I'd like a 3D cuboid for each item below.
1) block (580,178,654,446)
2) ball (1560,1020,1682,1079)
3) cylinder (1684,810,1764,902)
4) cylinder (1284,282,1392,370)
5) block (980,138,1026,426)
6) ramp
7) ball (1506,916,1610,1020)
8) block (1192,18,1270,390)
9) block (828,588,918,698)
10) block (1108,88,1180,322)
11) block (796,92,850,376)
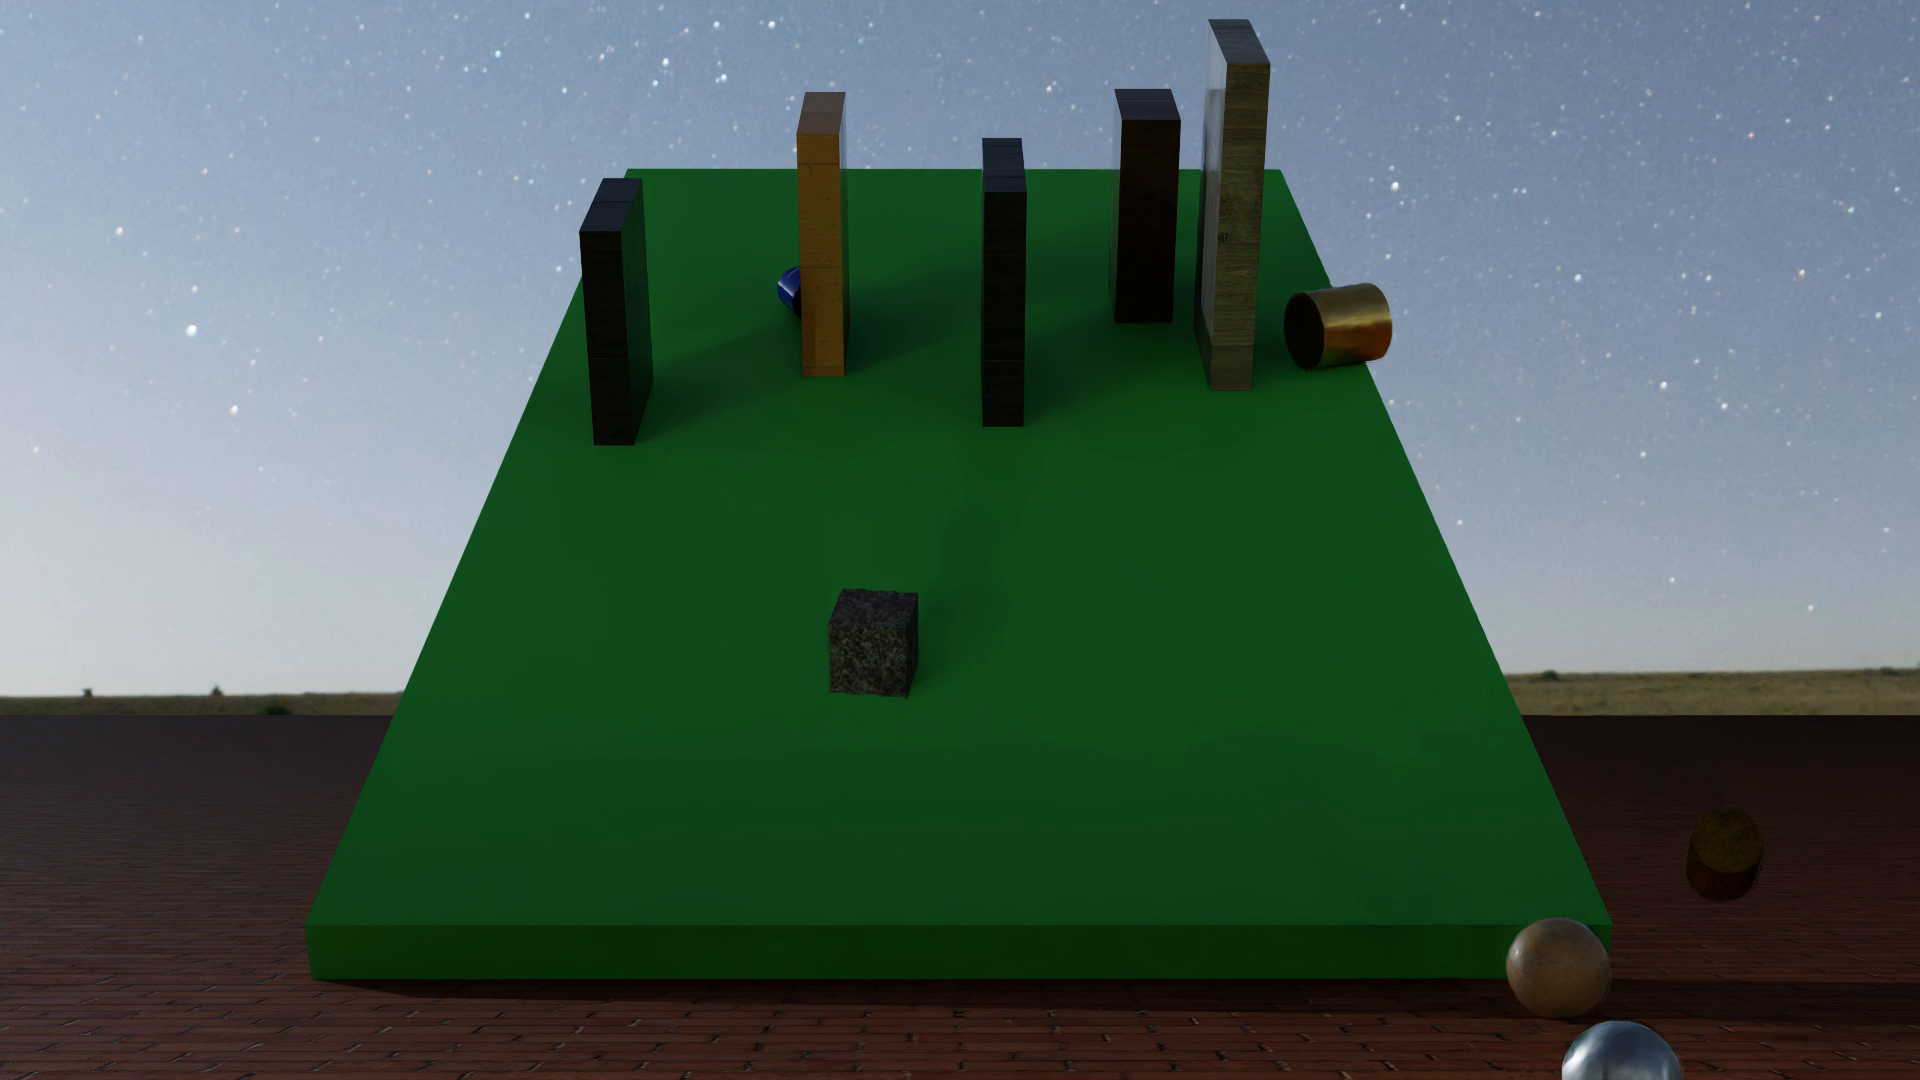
[{"bbox_3d":[-0.775,-0.521,5.326,0.089,0.500,0.389,0,26,0],"label":"block"},{"bbox_3d":[0.643,0.524,2.282,0.114,0.114,0.114,0,-4,0],"label":"ball"},{"bbox_3d":[1.204,0.497,3.702,0.109,0.109,0.109,-1,-32,11],"label":"cylinder"},{"bbox_3d":[0.914,-0.518,5.689,0.189,0.189,0.189,-10,0,-21],"label":"cylinder"},{"bbox_3d":[0.098,-0.601,5.434,0.092,0.554,0.427,0,26,0],"label":"block"},{"bbox_3d":[-0.009,-0.229,5.415,2.000,0.100,4.000,0,26,0],"label":"ramp"},{"bbox_3d":[0.805,0.577,3.165,0.136,0.136,0.136,0,-4,0],"label":"ball"},{"bbox_3d":[0.640,-0.799,5.587,0.097,0.783,0.429,0,26,0],"label":"block"},{"bbox_3d":[-0.155,0.186,4.266,0.141,0.141,0.141,4,26,7],"label":"block"},{"bbox_3d":[0.467,-0.854,5.996,0.145,0.528,0.293,0,26,0],"label":"block"},{"bbox_3d":[-0.327,-0.741,5.677,0.098,0.596,0.371,0,26,0],"label":"block"}]
